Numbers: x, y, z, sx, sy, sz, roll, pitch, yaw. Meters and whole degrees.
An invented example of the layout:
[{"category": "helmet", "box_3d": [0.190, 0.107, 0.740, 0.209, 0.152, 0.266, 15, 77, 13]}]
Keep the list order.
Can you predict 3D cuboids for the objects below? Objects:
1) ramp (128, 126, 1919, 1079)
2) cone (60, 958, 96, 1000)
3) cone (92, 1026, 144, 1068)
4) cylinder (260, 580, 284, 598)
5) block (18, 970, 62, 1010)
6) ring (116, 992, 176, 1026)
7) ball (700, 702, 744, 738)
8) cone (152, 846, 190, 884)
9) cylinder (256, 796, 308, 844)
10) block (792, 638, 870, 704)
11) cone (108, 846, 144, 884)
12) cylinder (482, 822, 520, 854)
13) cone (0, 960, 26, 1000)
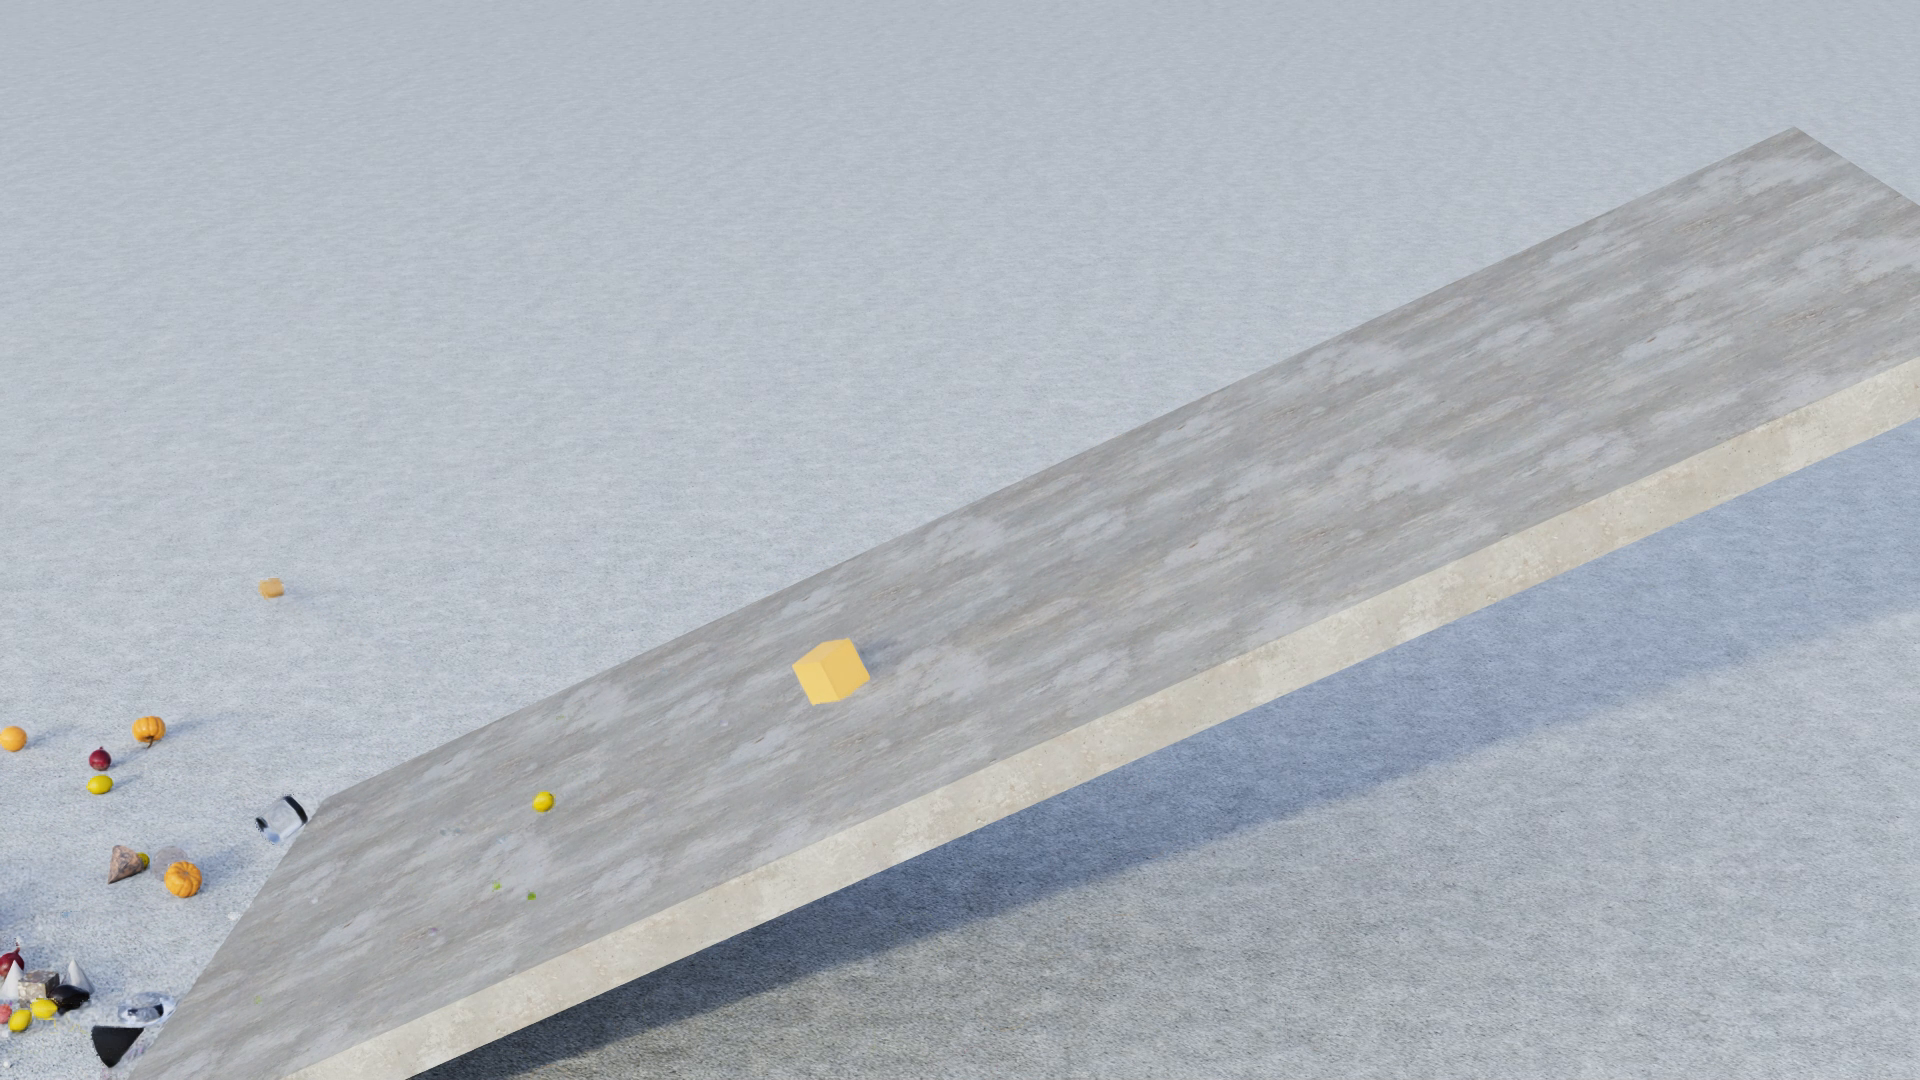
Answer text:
[{"category": "ramp", "box_3d": [0.137, 0.168, 6.281, 4.000, 0.100, 2.000, -24, 13, 9]}, {"category": "cone", "box_3d": [-1.998, 0.980, 6.639, 0.085, 0.085, 0.085, 0, 16, 0]}, {"category": "cone", "box_3d": [-1.783, 1.061, 6.277, 0.098, 0.098, 0.098, -25, 17, 3]}, {"category": "cylinder", "box_3d": [-2.230, 0.159, 9.529, 0.055, 0.055, 0.055, -11, 19, -33]}, {"category": "block", "box_3d": [-2.060, 1.007, 6.580, 0.066, 0.066, 0.066, 3, 16, 10]}, {"category": "ring", "box_3d": [-1.803, 1.039, 6.514, 0.126, 0.042, 0.126, -1, 16, 0]}, {"category": "ball", "box_3d": [-0.518, 0.401, 6.406, 0.100, 0.100, 0.100, 0, 16, 0]}, {"category": "cone", "box_3d": [-1.955, 0.810, 7.305, 0.092, 0.092, 0.092, -2, -10, -8]}, {"category": "cylinder", "box_3d": [-1.691, 0.698, 7.337, 0.088, 0.088, 0.088, 14, 43, 40]}, {"category": "block", "box_3d": [-0.273, 0.278, 6.216, 0.097, 0.097, 0.097, -11, 21, 50]}, {"category": "cone", "box_3d": [-2.082, 0.820, 7.272, 0.092, 0.092, 0.092, 8, 44, 24]}, {"category": "cylinder", "box_3d": [-0.989, 0.658, 6.356, 0.078, 0.078, 0.078, -2, 15, 1]}, {"category": "cone", "box_3d": [-2.128, 0.984, 6.631, 0.082, 0.082, 0.082, 0, 16, 0]}]
